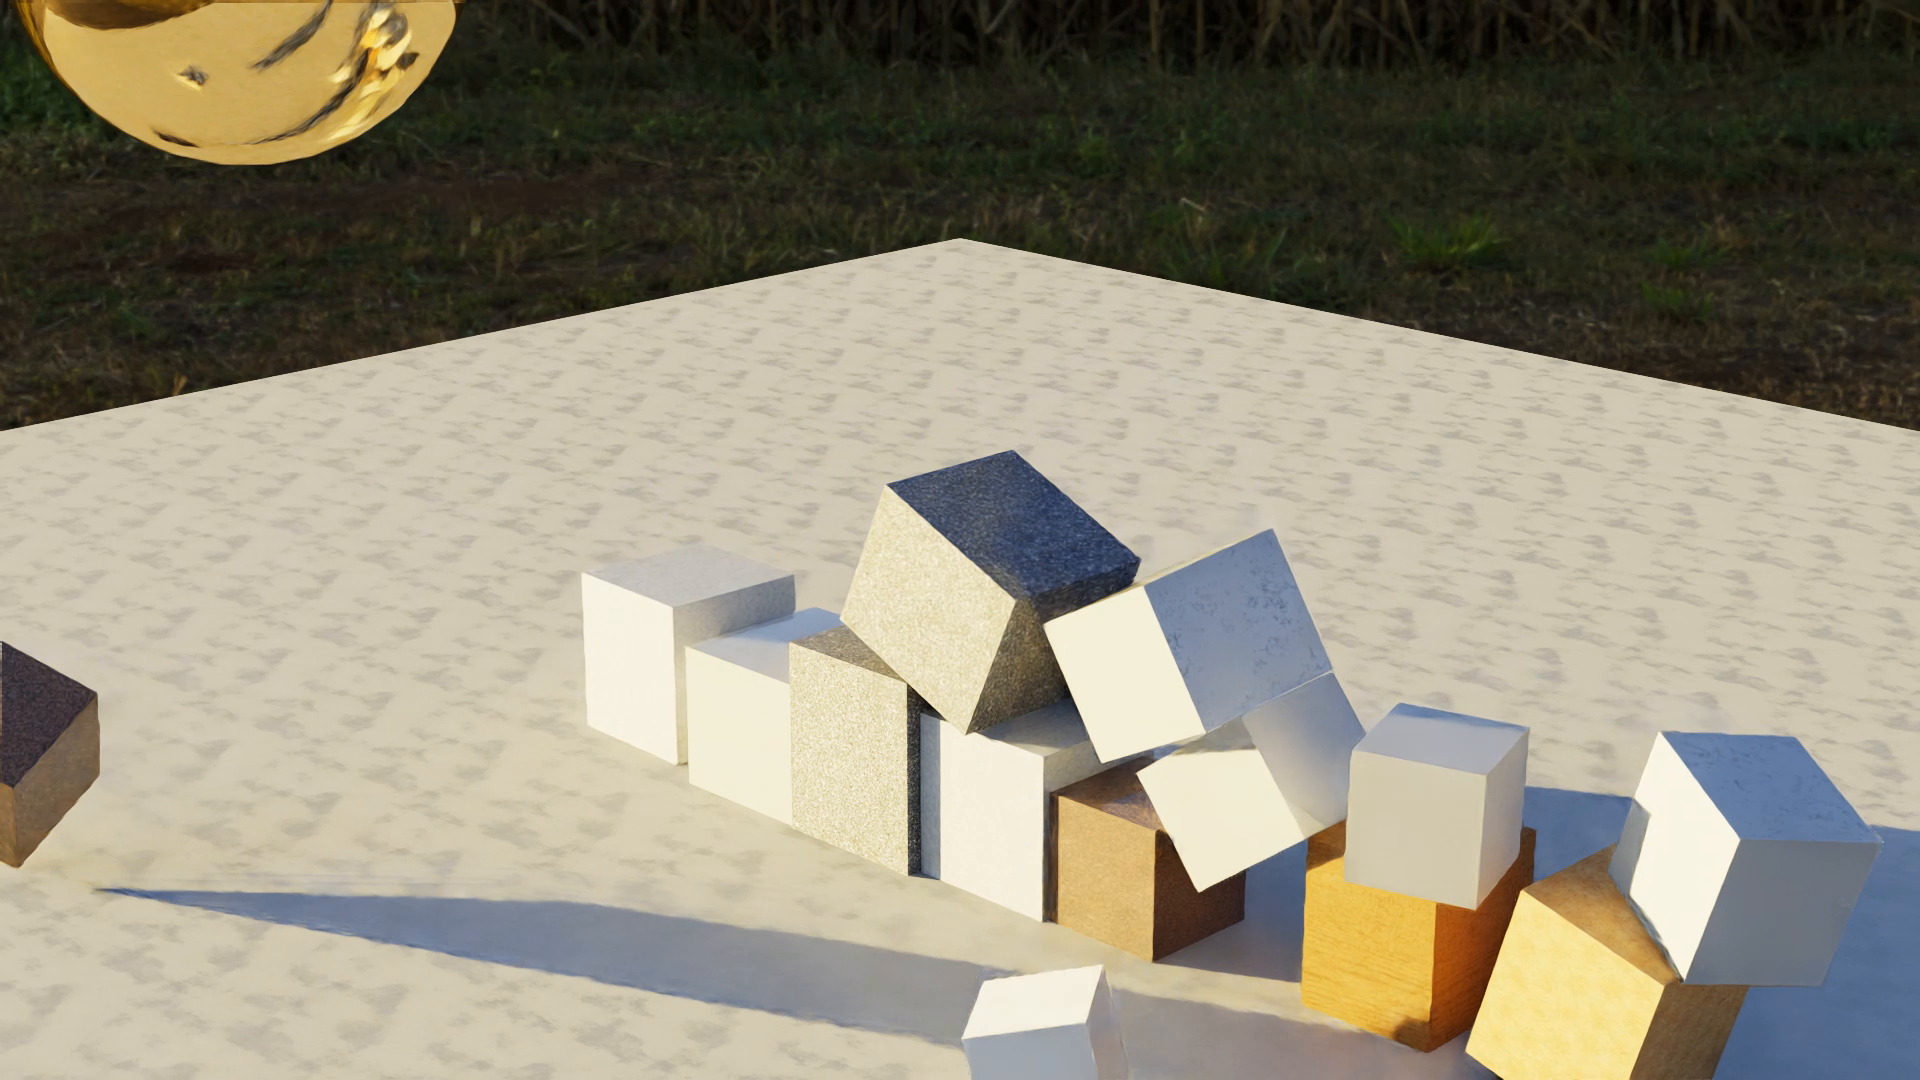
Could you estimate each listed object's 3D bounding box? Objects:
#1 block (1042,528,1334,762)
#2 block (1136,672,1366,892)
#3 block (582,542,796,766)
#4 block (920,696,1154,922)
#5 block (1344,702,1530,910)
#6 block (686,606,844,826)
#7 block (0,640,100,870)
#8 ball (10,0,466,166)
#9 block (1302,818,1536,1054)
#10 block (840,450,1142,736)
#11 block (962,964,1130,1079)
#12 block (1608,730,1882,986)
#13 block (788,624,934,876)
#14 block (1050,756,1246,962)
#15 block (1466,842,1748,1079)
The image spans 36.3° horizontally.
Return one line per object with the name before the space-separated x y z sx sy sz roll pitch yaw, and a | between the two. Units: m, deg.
block | 0.961 0.452 12.453 0.742 0.648 0.780 -23 -1 -33
block | 1.288 1.018 12.362 0.633 0.564 0.688 -20 -10 -43
block | -1.392 0.570 15.137 0.784 0.837 0.763 -16 23 -40
block | 0.350 1.158 13.356 0.731 0.783 0.766 -17 24 -42
block | 1.881 1.042 11.573 0.541 0.561 0.567 10 20 25
block | -0.765 0.853 14.434 0.853 0.718 0.772 -17 24 -42
block | -4.369 0.967 13.386 0.592 0.674 0.620 27 50 7
ball | -2.480 -2.093 10.084 1.600 1.600 1.600 0 17 0
block | 1.893 1.562 12.118 0.636 0.754 0.706 16 23 41
block | 0.131 0.225 13.253 0.811 0.770 0.880 -17 48 -42
block | 0.332 1.961 11.149 0.478 0.465 0.474 -10 16 14
block | 2.902 1.183 10.909 0.582 0.655 0.678 3 30 -17
block | -0.210 0.915 13.864 0.790 0.940 0.876 17 24 42
block | 0.827 1.392 12.896 0.607 0.612 0.617 17 24 42
block | 2.534 1.727 11.292 0.759 0.783 0.662 -16 40 -42
